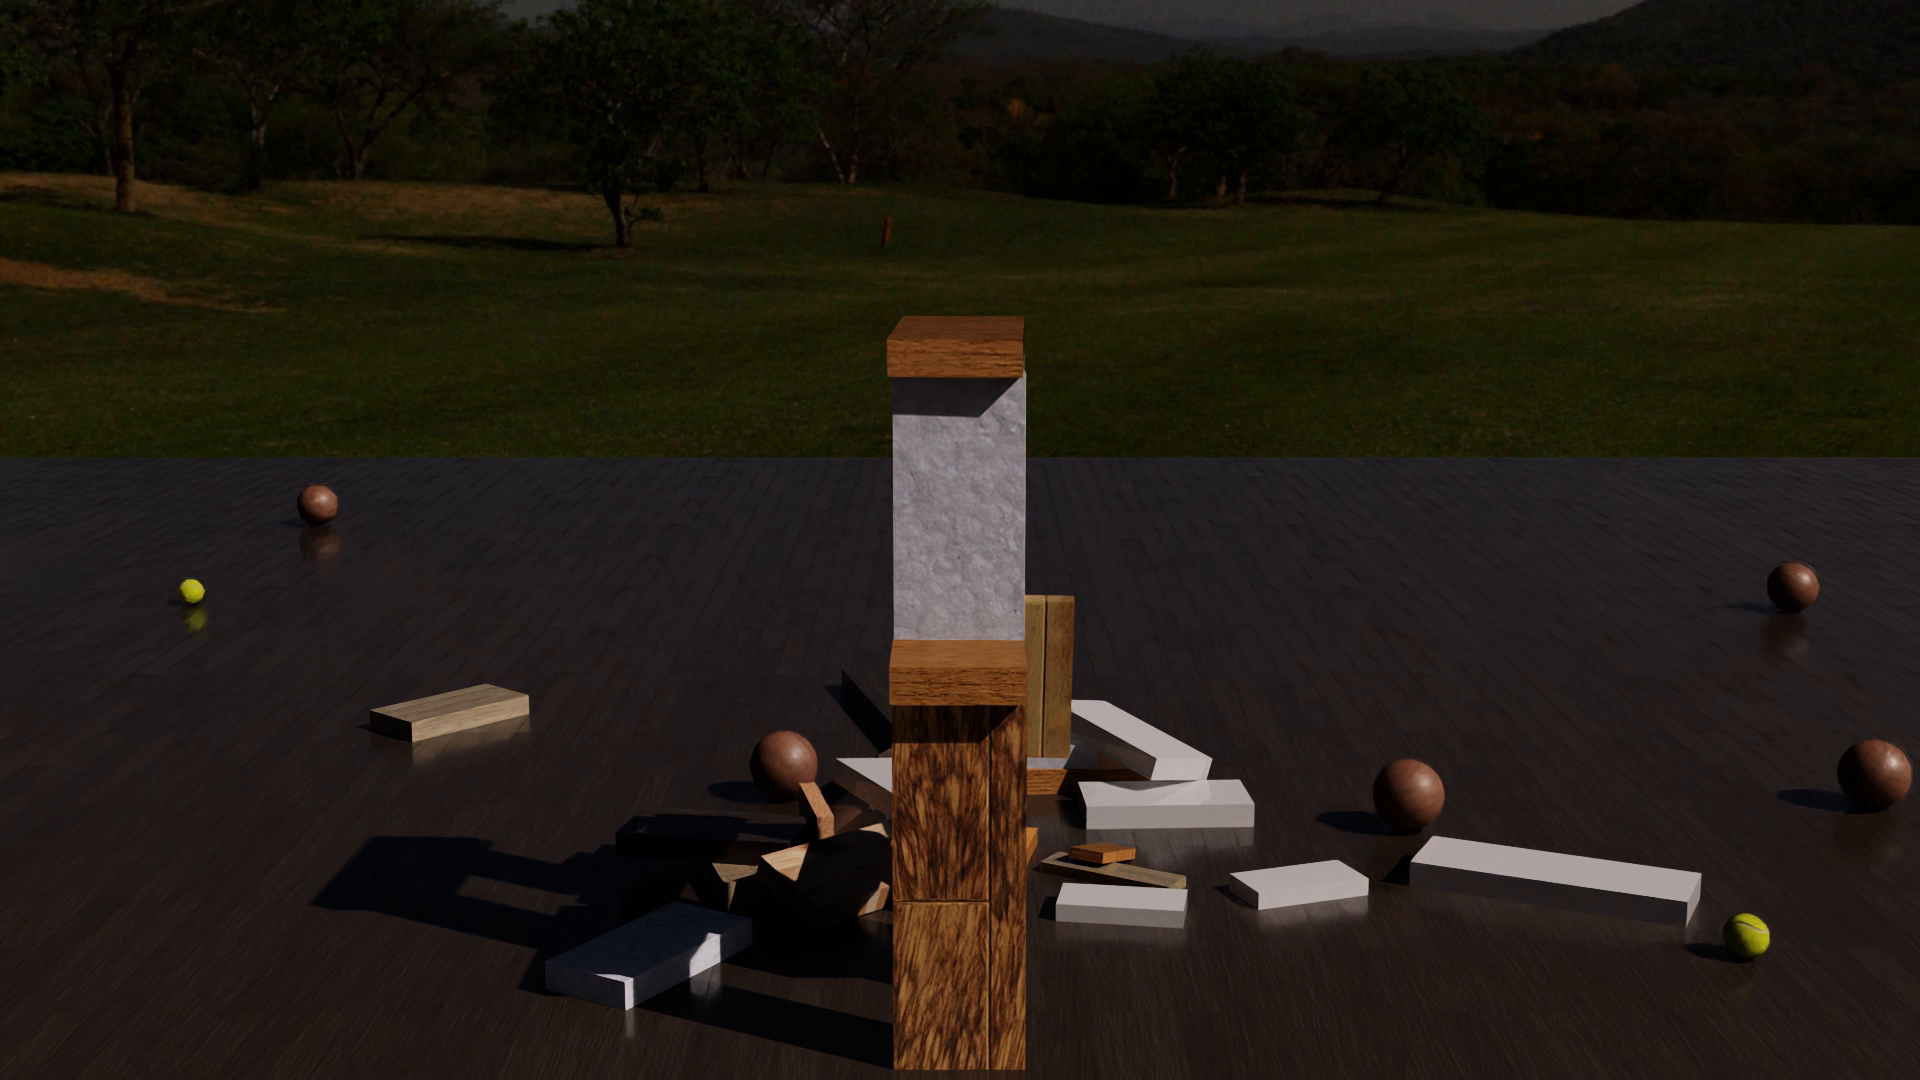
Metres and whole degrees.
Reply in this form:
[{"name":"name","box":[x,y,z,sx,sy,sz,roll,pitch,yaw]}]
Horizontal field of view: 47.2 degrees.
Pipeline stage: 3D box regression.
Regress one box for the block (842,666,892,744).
[{"name":"block","box":[-0.105,0.370,4.726,0.164,0.046,0.654,-3,11,-15]}]

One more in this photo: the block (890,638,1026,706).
[{"name":"block","box":[-0.002,0.157,3.021,0.178,0.050,0.356,0,11,0]}]

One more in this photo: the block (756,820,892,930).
[{"name":"block","box":[-0.169,0.548,3.634,0.306,0.043,0.153,-9,33,-43]}]

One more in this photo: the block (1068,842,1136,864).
[{"name":"block","box":[0.246,0.541,3.804,0.065,0.018,0.130,6,0,30]}]

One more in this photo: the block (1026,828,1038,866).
[{"name":"block","box":[0.069,0.544,3.835,0.102,0.029,0.204,2,11,11]}]

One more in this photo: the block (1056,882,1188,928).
[{"name":"block","box":[0.263,0.593,3.572,0.205,0.029,0.103,2,11,9]}]

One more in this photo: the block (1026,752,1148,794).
[{"name":"block","box":[0.235,0.449,4.304,0.328,0.046,0.164,-1,11,-6]}]

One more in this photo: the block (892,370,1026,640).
[{"name":"block","box":[-0.001,-0.047,2.987,0.179,0.362,0.051,0,10,1]}]

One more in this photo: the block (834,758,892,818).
[{"name":"block","box":[-0.079,0.447,3.856,0.153,0.043,0.350,2,8,-28]}]

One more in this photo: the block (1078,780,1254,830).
[{"name":"block","box":[0.380,0.490,4.086,0.308,0.044,0.154,-1,11,-3]}]

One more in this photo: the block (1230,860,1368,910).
[{"name":"block","box":[0.566,0.575,3.671,0.205,0.029,0.103,-4,11,-20]}]

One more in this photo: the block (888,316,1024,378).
[{"name":"block","box":[0.000,-0.272,3.070,0.179,0.051,0.357,0,11,2]}]

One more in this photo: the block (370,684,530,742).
[{"name":"block","box":[-1.097,0.370,4.734,0.151,0.043,0.302,9,14,40]}]

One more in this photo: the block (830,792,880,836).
[{"name":"block","box":[-0.191,0.491,3.969,0.102,0.029,0.204,-37,9,6]}]

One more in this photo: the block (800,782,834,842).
[{"name":"block","box":[-0.252,0.504,3.855,0.029,0.102,0.204,-2,11,-12]}]

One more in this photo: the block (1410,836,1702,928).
[{"name":"block","box":[0.992,0.567,3.671,0.449,0.044,0.154,5,12,26]}]

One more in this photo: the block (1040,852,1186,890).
[{"name":"block","box":[0.259,0.568,3.738,0.246,0.018,0.065,6,12,31]}]

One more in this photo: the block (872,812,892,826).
[{"name":"block","box":[-0.087,0.513,3.858,0.103,0.029,0.205,-41,29,-21]}]

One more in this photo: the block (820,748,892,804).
[{"name":"block","box":[-0.139,0.427,4.242,0.143,0.041,0.286,-31,-4,26]}]

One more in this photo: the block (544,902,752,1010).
[{"name":"block","box":[-0.469,0.628,3.344,0.153,0.043,0.306,6,12,31]}]

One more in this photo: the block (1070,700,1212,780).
[{"name":"block","box":[0.321,0.383,4.232,0.154,0.044,0.308,5,14,-41]}]

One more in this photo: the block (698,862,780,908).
[{"name":"block","box":[-0.358,0.551,3.760,0.151,0.043,0.302,-3,11,-17]}]

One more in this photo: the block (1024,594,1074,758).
[{"name":"block","box":[0.111,0.214,3.445,0.128,0.256,0.036,1,15,1]}]

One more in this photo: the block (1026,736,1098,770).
[{"name":"block","box":[0.186,0.387,4.382,0.164,0.046,0.328,0,11,2]}]

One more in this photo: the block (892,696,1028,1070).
[{"name":"block","box":[-0.001,0.458,2.958,0.178,0.519,0.050,0,11,0]}]

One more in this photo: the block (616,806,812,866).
[{"name":"block","box":[-0.419,0.507,3.764,0.302,0.043,0.151,2,11,11]}]
